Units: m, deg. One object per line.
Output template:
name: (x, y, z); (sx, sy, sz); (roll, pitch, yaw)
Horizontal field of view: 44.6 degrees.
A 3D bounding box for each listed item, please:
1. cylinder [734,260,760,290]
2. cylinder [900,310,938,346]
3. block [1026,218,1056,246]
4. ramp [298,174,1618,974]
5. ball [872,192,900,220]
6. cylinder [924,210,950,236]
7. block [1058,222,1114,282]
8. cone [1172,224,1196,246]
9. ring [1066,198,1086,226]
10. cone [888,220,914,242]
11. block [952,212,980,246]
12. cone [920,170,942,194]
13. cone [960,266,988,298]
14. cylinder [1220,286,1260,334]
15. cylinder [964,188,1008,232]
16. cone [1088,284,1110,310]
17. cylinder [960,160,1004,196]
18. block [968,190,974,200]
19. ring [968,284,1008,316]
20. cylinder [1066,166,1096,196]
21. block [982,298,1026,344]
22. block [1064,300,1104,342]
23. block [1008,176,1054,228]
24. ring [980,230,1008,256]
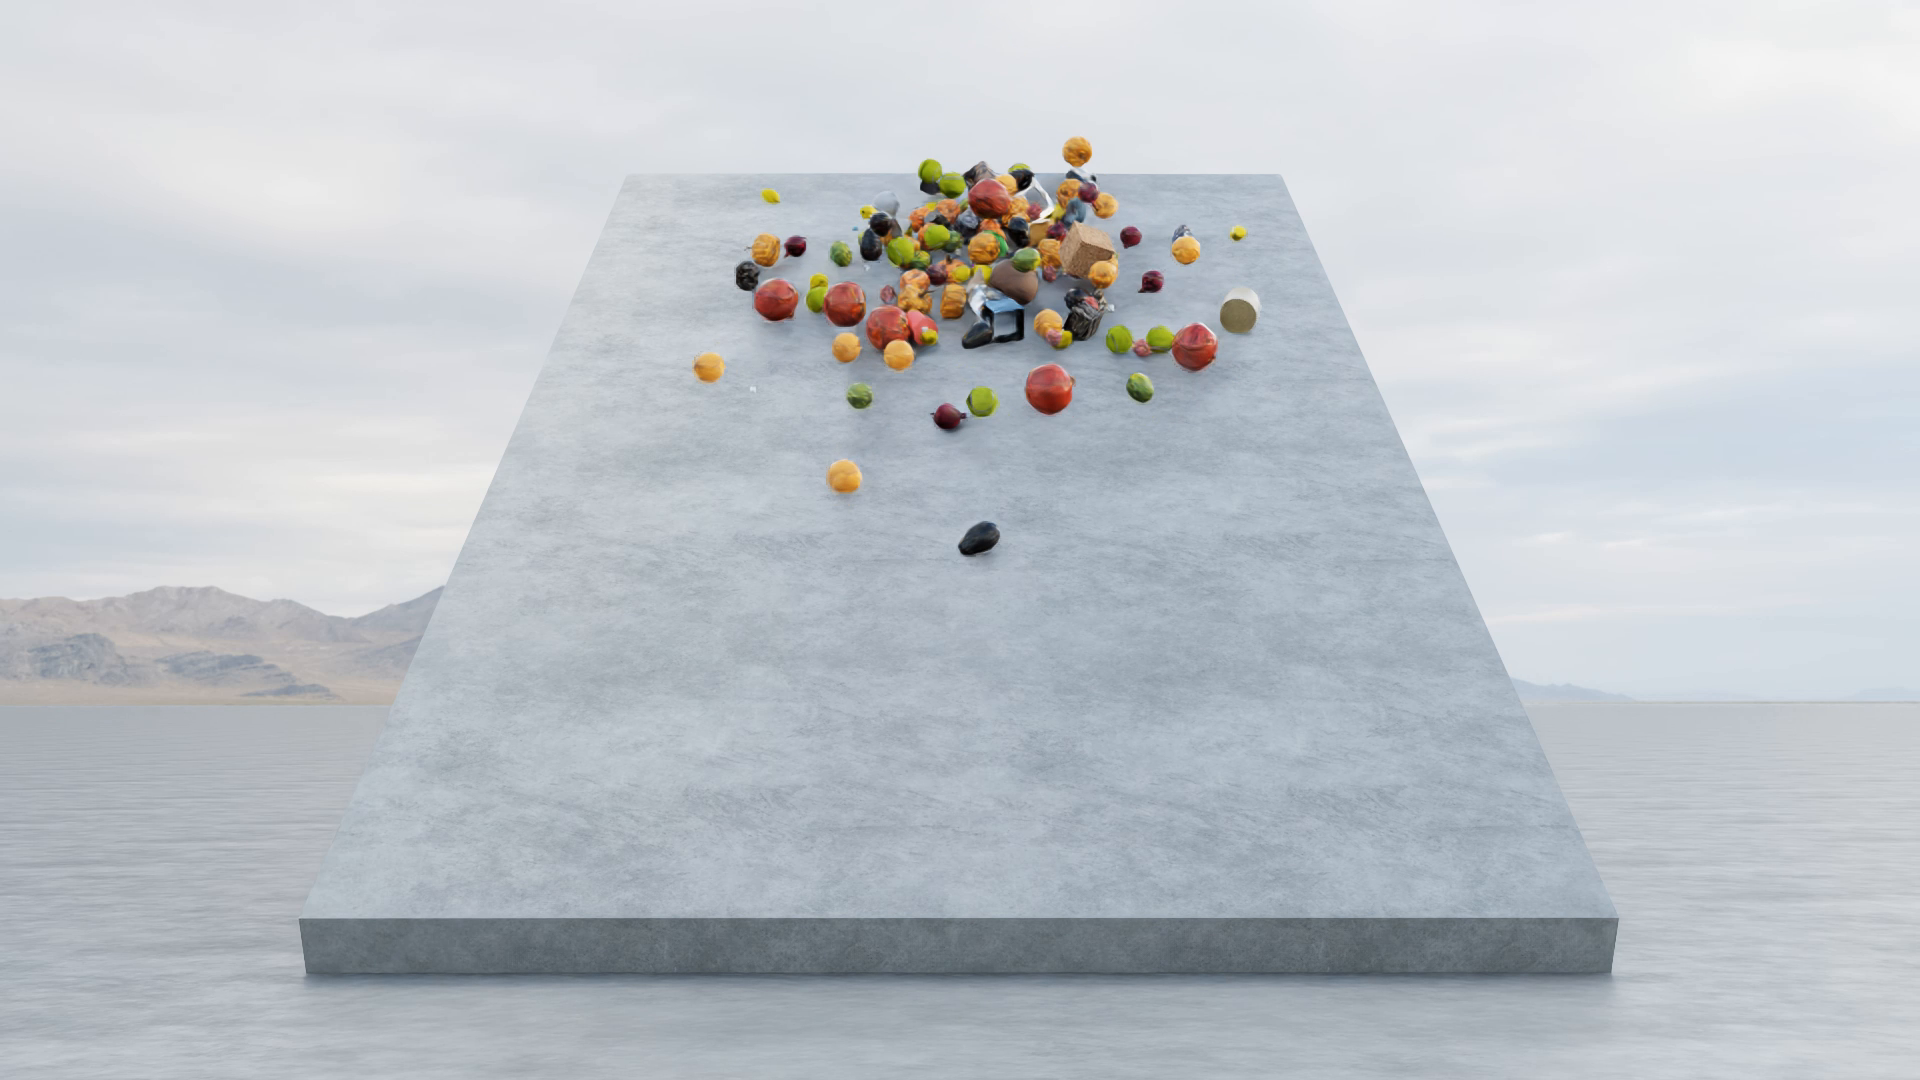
cylinder: (-0.562, -0.699, 6.190); (0.062, 0.062, 0.062); (0, 28, -1)
cylinder: (-0.103, -0.528, 5.816); (0.069, 0.069, 0.069); (3, 21, -35)
block: (0.227, -0.856, 6.507); (0.060, 0.060, 0.060); (-7, 14, 19)
ramp: (-0.009, -0.229, 5.380); (2.000, 0.100, 4.000); (0, 25, 0)
ball: (-0.215, -0.962, 6.734); (0.080, 0.080, 0.080); (0, -4, 0)
cylinder: (-0.064, -0.884, 6.517); (0.052, 0.052, 0.052); (-4, -39, 46)
block: (0.329, -0.753, 6.114); (0.099, 0.099, 0.099); (14, 35, -23)
cone: (0.634, -0.832, 6.481); (0.064, 0.064, 0.064); (18, -14, -37)
ring: (0.319, -0.903, 6.454); (0.027, 0.080, 0.080); (-1, -3, -34)
cone: (-0.150, -0.857, 6.371); (0.066, 0.066, 0.066); (-31, 8, -22)
block: (0.016, -0.867, 6.527); (0.058, 0.058, 0.058); (18, 41, 3)
cone: (-0.082, -1.075, 6.959); (0.068, 0.068, 0.068); (8, -29, 4)
cone: (0.047, -0.667, 6.049); (0.087, 0.087, 0.087); (8, 0, 0)
cylinder: (0.705, -0.579, 5.904); (0.093, 0.093, 0.093); (-1, 24, 13)
cylinder: (0.070, -0.926, 6.595); (0.097, 0.097, 0.097); (26, 22, -11)
cone: (0.355, -0.633, 6.051); (0.065, 0.065, 0.065); (0, 25, 0)
cylinder: (0.063, -1.027, 6.709); (0.090, 0.090, 0.090); (-38, 2, 2)
block: (0.064, -1.011, 6.834); (0.058, 0.058, 0.058); (-9, -19, -18)
ring: (0.084, -0.594, 5.939); (0.139, 0.139, 0.046); (4, -49, -43)
cylinder: (0.361, -1.069, 6.977); (0.070, 0.070, 0.070); (2, 23, -22)
block: (0.107, -0.547, 5.844); (0.082, 0.082, 0.082); (-10, 27, -21)
block: (0.307, -0.546, 5.843); (0.064, 0.064, 0.064); (33, 35, 13)
block: (0.201, -0.961, 6.675); (0.093, 0.093, 0.093); (-35, 21, 14)
ring: (0.091, -0.811, 6.413); (0.087, 0.029, 0.087); (27, -28, 16)
